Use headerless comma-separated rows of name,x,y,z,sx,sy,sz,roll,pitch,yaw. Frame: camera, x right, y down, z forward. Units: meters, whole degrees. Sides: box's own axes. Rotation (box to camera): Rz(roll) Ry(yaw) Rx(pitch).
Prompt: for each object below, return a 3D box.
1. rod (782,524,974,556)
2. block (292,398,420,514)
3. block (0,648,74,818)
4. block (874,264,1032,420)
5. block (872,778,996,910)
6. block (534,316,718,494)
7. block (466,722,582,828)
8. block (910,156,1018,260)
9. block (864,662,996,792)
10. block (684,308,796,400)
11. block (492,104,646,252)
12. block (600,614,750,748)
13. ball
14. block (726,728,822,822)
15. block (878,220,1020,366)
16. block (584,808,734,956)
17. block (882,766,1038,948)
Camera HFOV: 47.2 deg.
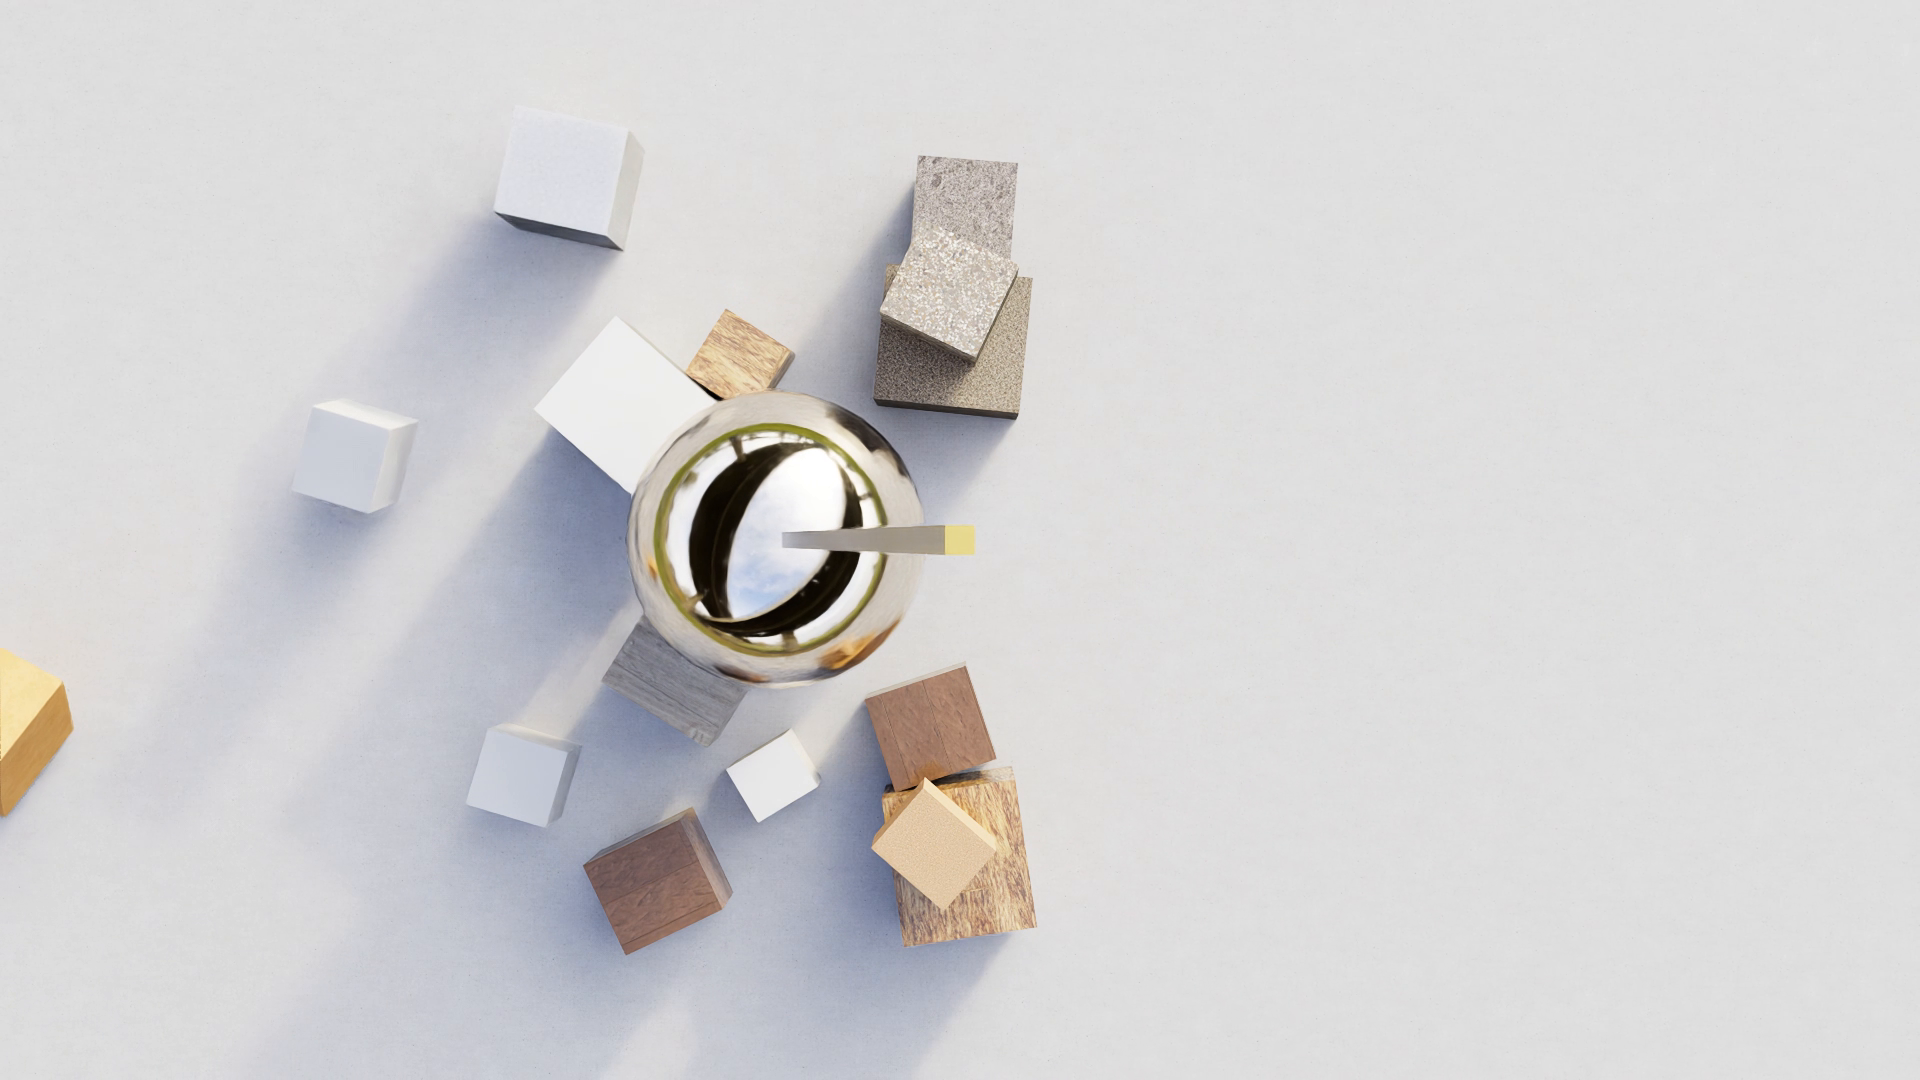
rod,-0.425,0.000,8.414,0.080,5.200,0.080,0,90,-9
block,-3.479,-0.491,12.680,0.459,0.575,0.497,17,98,0
block,-5.557,1.046,12.537,0.631,0.689,0.647,28,58,0
block,-0.039,-1.130,12.653,0.823,0.693,0.761,6,90,0
block,-0.141,1.653,12.001,0.514,0.525,0.426,41,90,0
block,-1.857,-0.736,12.634,0.777,0.733,0.696,41,90,0
block,-2.521,1.355,12.753,0.475,0.495,0.446,17,90,0
block,0.021,-1.835,12.675,0.565,0.651,0.610,5,90,0
block,-0.167,1.075,12.750,0.607,0.501,0.558,-18,90,0
block,-1.275,-1.022,12.800,0.445,0.401,0.443,33,90,0
block,-2.236,-2.070,12.648,0.647,0.698,0.611,12,90,0
block,-1.547,0.696,12.701,0.706,0.599,0.684,32,90,0
ball,-0.980,0.000,11.768,1.600,1.600,1.600,0,90,0
block,-1.077,1.363,12.792,0.398,0.415,0.354,-31,90,0
block,-0.057,-1.348,12.038,0.575,0.538,0.546,25,90,0
block,-1.732,1.959,12.697,0.604,0.607,0.563,-26,90,0
block,-0.003,1.803,12.632,0.753,0.736,0.834,-9,90,0
